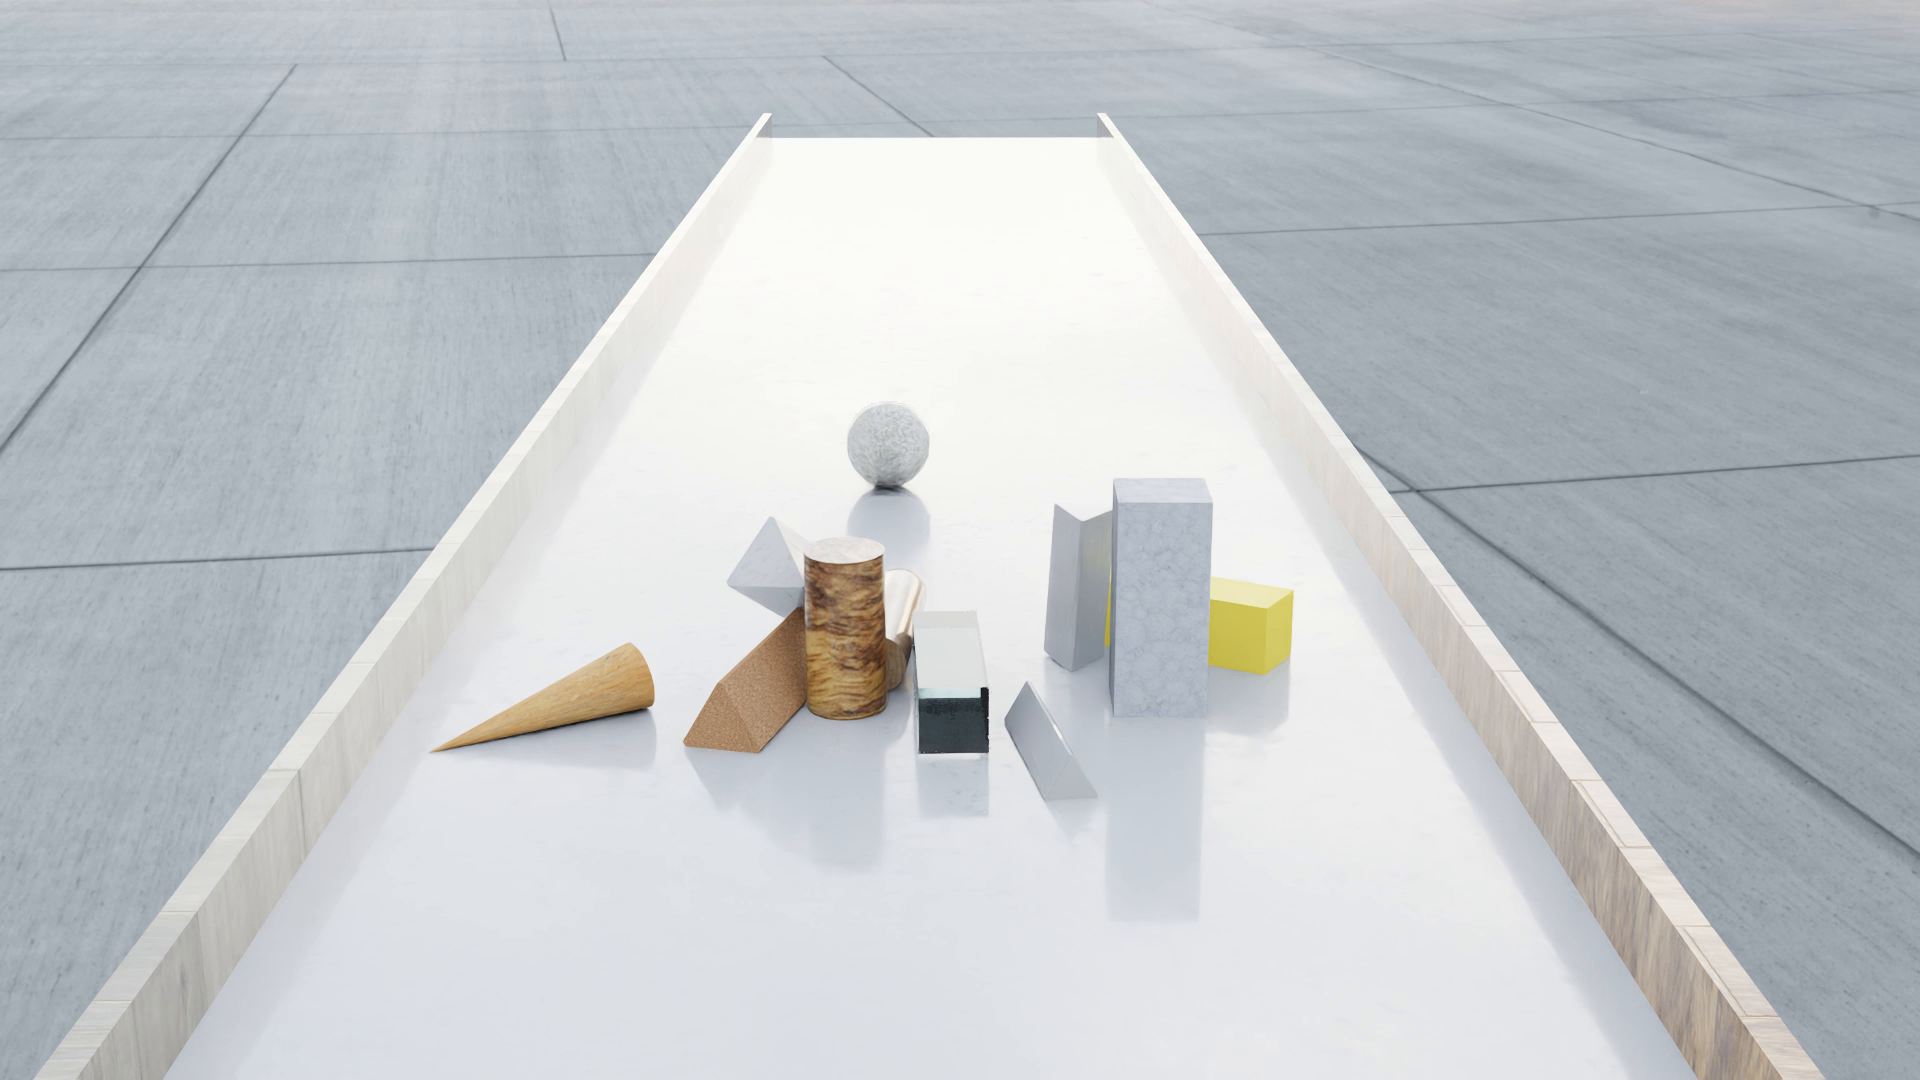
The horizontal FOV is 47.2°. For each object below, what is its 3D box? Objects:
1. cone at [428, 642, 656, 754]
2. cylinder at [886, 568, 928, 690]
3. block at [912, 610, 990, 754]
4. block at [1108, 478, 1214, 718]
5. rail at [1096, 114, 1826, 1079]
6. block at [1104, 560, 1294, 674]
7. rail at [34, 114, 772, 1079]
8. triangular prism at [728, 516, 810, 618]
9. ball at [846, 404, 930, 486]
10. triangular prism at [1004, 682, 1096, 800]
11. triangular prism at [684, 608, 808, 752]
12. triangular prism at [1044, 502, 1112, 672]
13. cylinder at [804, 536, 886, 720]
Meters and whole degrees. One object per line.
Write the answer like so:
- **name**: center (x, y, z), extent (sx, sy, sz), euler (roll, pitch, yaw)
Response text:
- **cone**: center (-0.781, 0.319, 4.044), extent (0.428, 0.129, 0.129), euler (-20, 25, -29)
- **cylinder**: center (-0.143, 0.177, 4.430), extent (0.116, 0.116, 0.436), euler (1, 17, 4)
- **block**: center (-0.021, 0.261, 4.128), extent (0.126, 0.126, 0.430), euler (-1, 17, -2)
- **block**: center (0.374, 0.107, 4.132), extent (0.172, 0.418, 0.172), euler (0, 17, 1)
- **rail**: center (0.932, -0.844, 7.801), extent (0.050, 0.150, 12.000), euler (0, 17, -1)
- **block**: center (0.439, 0.151, 4.477), extent (0.452, 0.138, 0.138), euler (9, 19, 29)
- **rail**: center (-1.118, -0.838, 7.780), extent (0.050, 0.150, 12.000), euler (0, 17, -1)
- **triangular prism**: center (-0.311, 0.066, 4.361), extent (0.154, 0.134, 0.431), euler (1, -12, 14)
- **ball**: center (-0.185, -0.244, 5.671), extent (0.215, 0.215, 0.215), euler (0, 17, 0)
- **triangular prism**: center (0.157, 0.349, 3.907), extent (0.091, 0.079, 0.373), euler (-3, 17, -9)
- **triangular prism**: center (-0.373, 0.253, 4.144), extent (0.145, 0.126, 0.446), euler (5, 17, 14)
- **triangular prism**: center (0.221, 0.086, 4.372), extent (0.103, 0.315, 0.119), euler (16, 23, 33)
- **cylinder**: center (-0.214, 0.165, 4.117), extent (0.151, 0.311, 0.151), euler (0, 19, 0)
